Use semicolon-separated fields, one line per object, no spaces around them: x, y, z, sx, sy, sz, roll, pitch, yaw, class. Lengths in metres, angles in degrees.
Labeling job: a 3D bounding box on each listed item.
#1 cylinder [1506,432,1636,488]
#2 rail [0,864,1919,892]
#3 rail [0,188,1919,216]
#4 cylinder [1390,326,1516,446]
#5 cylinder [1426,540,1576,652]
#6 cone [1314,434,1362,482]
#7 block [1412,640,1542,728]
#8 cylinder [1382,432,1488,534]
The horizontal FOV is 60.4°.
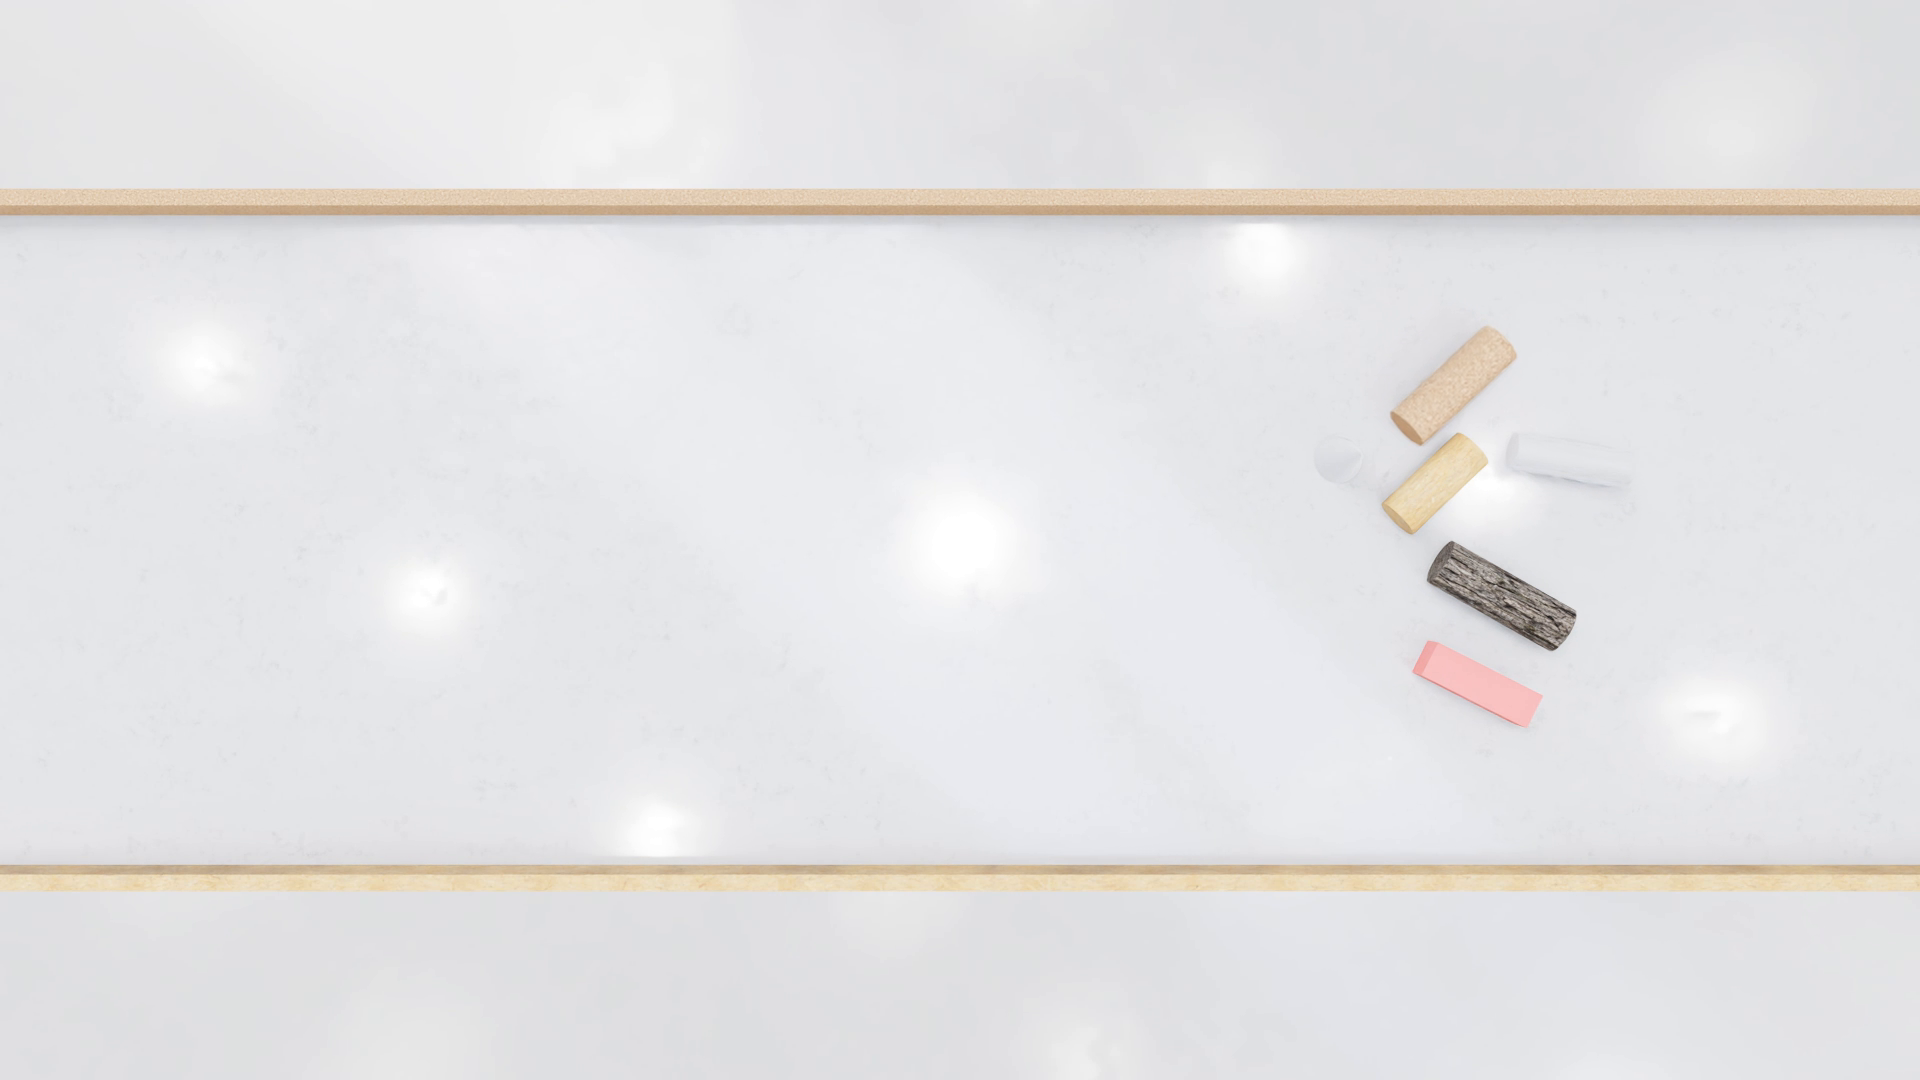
1.858;-0.242;5.020;0.358;0.113;0.113;10;90;0;cylinder
-2.247;1.025;5.001;12.000;0.150;0.050;0;90;0;rail
-2.247;-1.025;5.002;12.000;0.150;0.050;0;90;0;rail
1.497;-0.469;5.007;0.387;0.139;0.139;-43;90;0;cylinder
1.642;0.170;5.004;0.424;0.146;0.146;29;90;0;cylinder
1.164;-0.250;4.919;0.149;0.316;0.149;0;90;0;cone
1.573;0.438;5.021;0.355;0.111;0.111;27;90;0;block
1.442;-0.171;5.010;0.313;0.133;0.133;-43;90;0;cylinder
